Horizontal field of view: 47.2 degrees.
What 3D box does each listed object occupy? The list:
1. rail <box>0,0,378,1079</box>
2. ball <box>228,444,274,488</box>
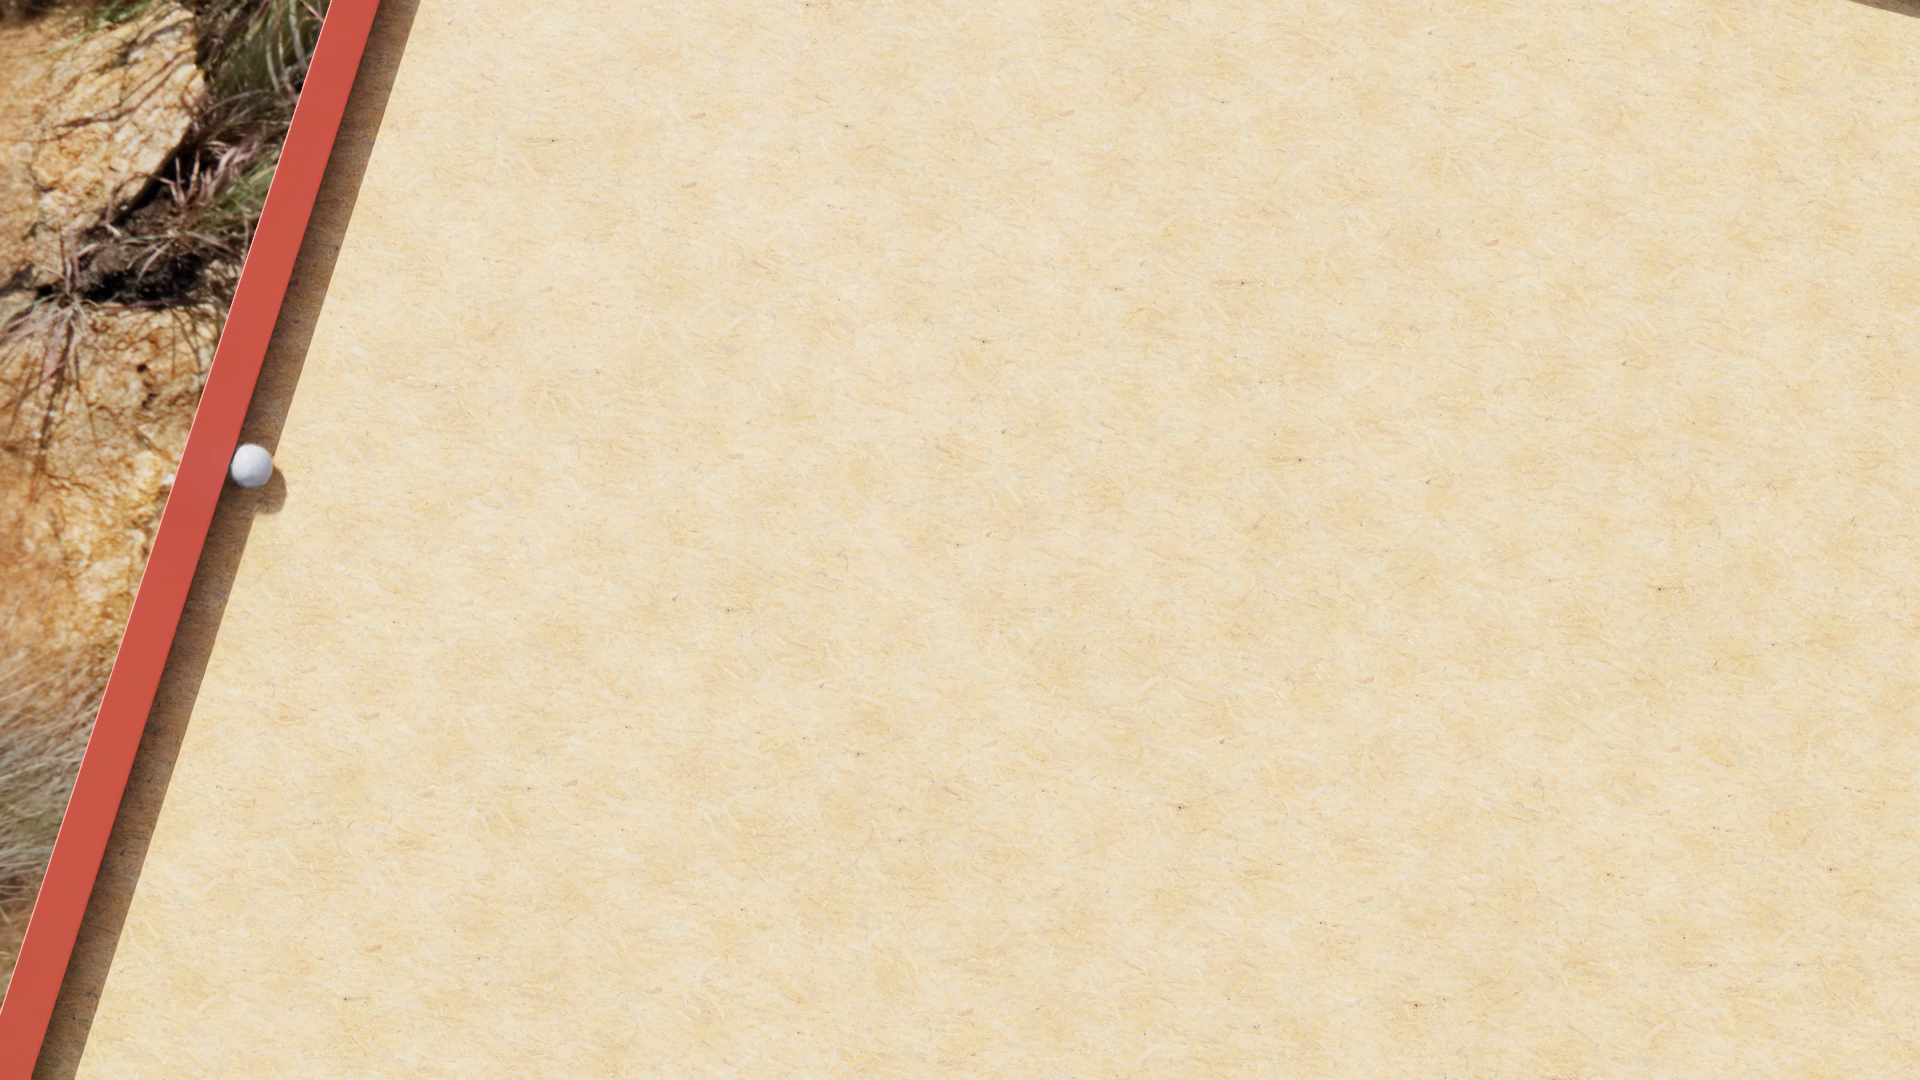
[{"bbox_3d":[-1.058,-0.287,3.282,0.045,0.127,2.558,15,82,2],"label":"rail"},{"bbox_3d":[-1.061,-0.110,3.288,0.066,0.066,0.066,0,82,0],"label":"ball"}]
